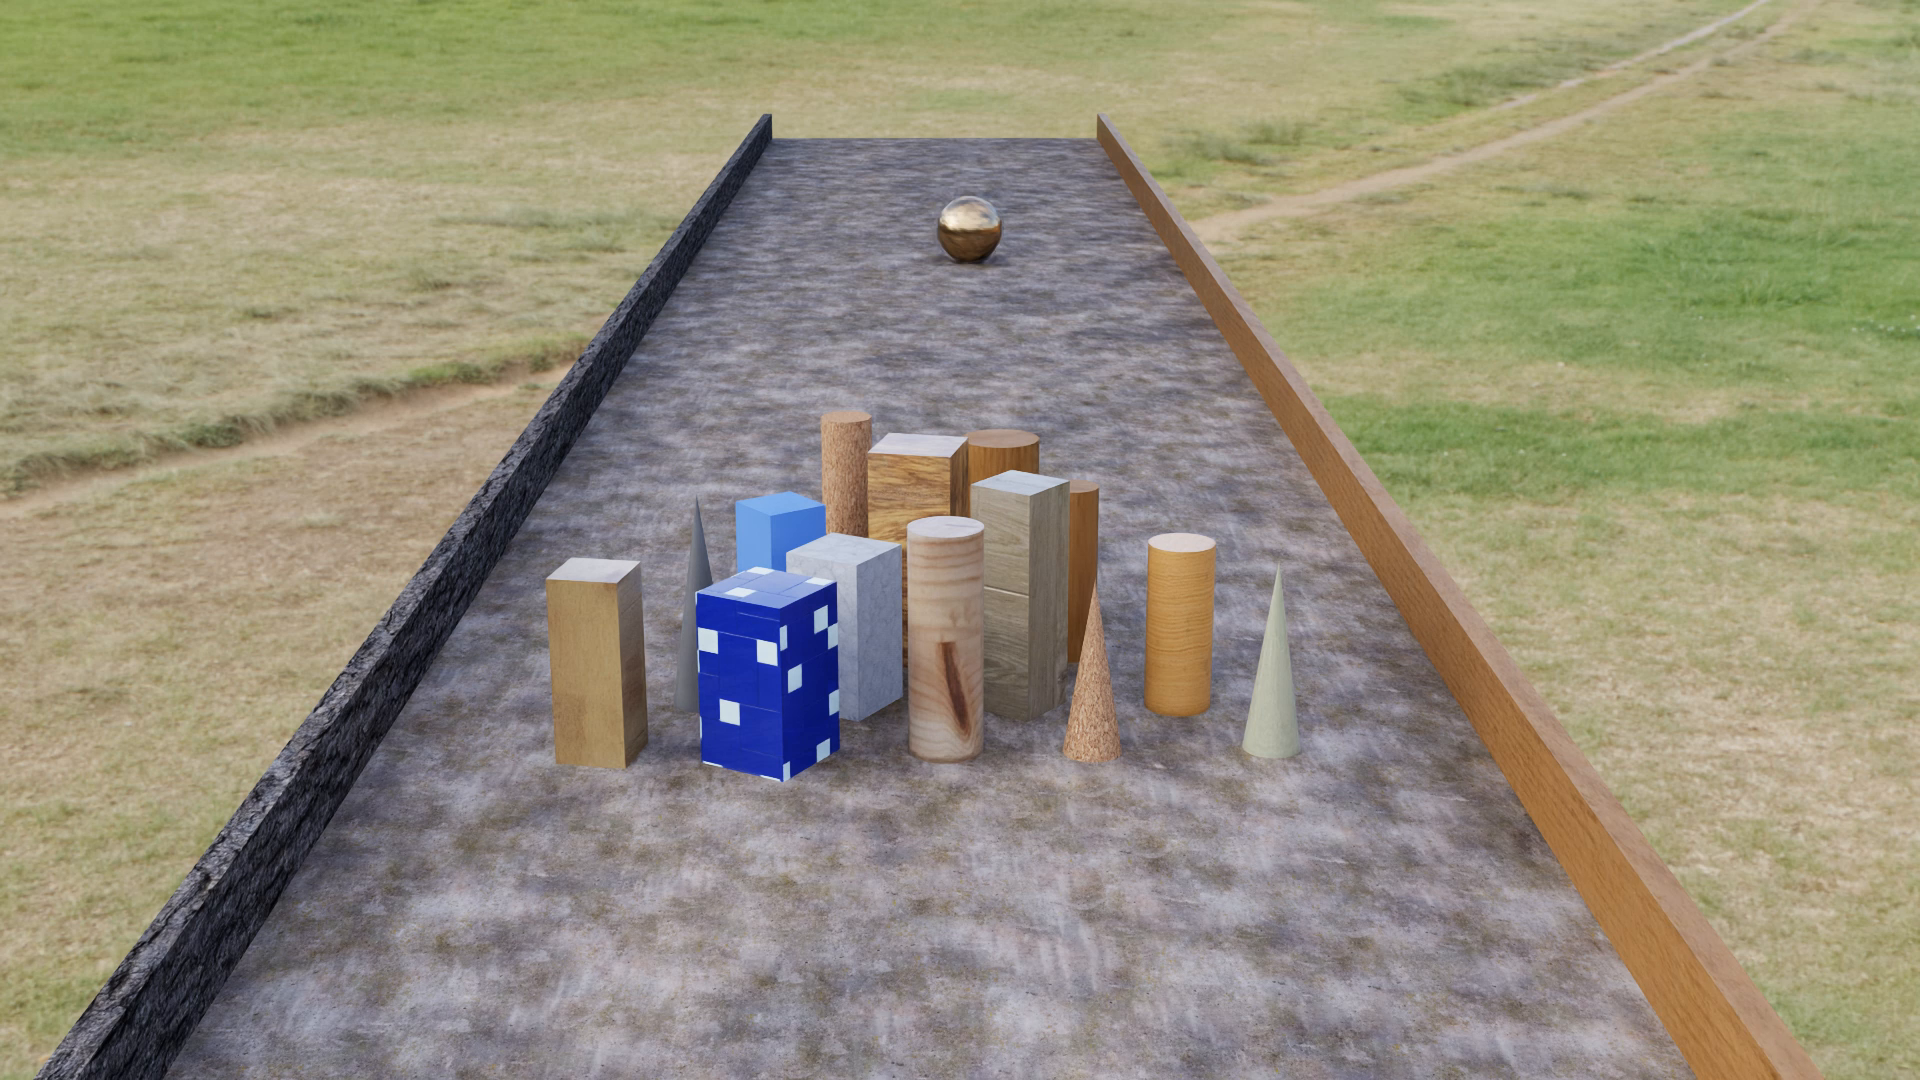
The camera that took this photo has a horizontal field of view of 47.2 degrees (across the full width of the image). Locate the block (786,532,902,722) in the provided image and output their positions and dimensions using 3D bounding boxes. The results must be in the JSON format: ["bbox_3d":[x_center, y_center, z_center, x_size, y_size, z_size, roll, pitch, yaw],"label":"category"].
[{"bbox_3d":[-0.216,0.162,4.148,0.155,0.305,0.155,10,19,29],"label":"block"}]

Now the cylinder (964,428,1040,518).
[{"bbox_3d":[0.084,-0.030,4.657,0.164,0.382,0.164,0,17,0],"label":"cylinder"}]

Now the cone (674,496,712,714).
[{"bbox_3d":[-0.488,0.112,4.129,0.116,0.412,0.116,0,17,0],"label":"cone"}]

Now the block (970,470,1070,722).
[{"bbox_3d":[0.112,0.103,4.114,0.131,0.437,0.131,12,20,35],"label":"block"}]

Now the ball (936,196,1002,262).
[{"bbox_3d":[0.039,-1.281,9.061,0.270,0.270,0.270,0,17,0],"label":"ball"}]

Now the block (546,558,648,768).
[{"bbox_3d":[-0.640,0.217,3.894,0.129,0.344,0.129,3,17,10],"label":"block"}]

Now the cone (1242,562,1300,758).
[{"bbox_3d":[0.562,0.205,3.919,0.105,0.352,0.105,0,17,0],"label":"cone"}]

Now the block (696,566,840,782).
[{"bbox_3d":[-0.338,0.234,3.885,0.177,0.317,0.177,9,19,29],"label":"block"}]

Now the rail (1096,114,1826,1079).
[{"bbox_3d":[0.932,-0.844,7.801,0.050,0.150,12.000,0,17,-1],"label":"rail"}]

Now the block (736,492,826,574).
[{"bbox_3d":[-0.353,0.085,4.366,0.128,0.328,0.128,-12,20,-35],"label":"block"}]

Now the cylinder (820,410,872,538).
[{"bbox_3d":[-0.236,-0.047,4.619,0.105,0.436,0.105,0,17,0],"label":"cylinder"}]

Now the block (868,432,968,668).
[{"bbox_3d":[-0.081,0.022,4.386,0.164,0.437,0.164,4,17,12],"label":"block"}]

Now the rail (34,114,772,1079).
[{"bbox_3d":[-1.118,-0.838,7.780,0.050,0.150,12.000,0,17,-1],"label":"rail"}]

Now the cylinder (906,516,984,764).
[{"bbox_3d":[-0.025,0.177,3.898,0.135,0.418,0.135,0,17,0],"label":"cylinder"}]

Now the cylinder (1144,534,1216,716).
[{"bbox_3d":[0.412,0.159,4.129,0.125,0.322,0.125,0,17,0],"label":"cylinder"}]

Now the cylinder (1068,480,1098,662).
[{"bbox_3d":[0.224,0.062,4.401,0.102,0.352,0.102,0,17,0],"label":"cylinder"}]

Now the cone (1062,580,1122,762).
[{"bbox_3d":[0.238,0.223,3.904,0.106,0.326,0.106,0,17,0],"label":"cone"}]
